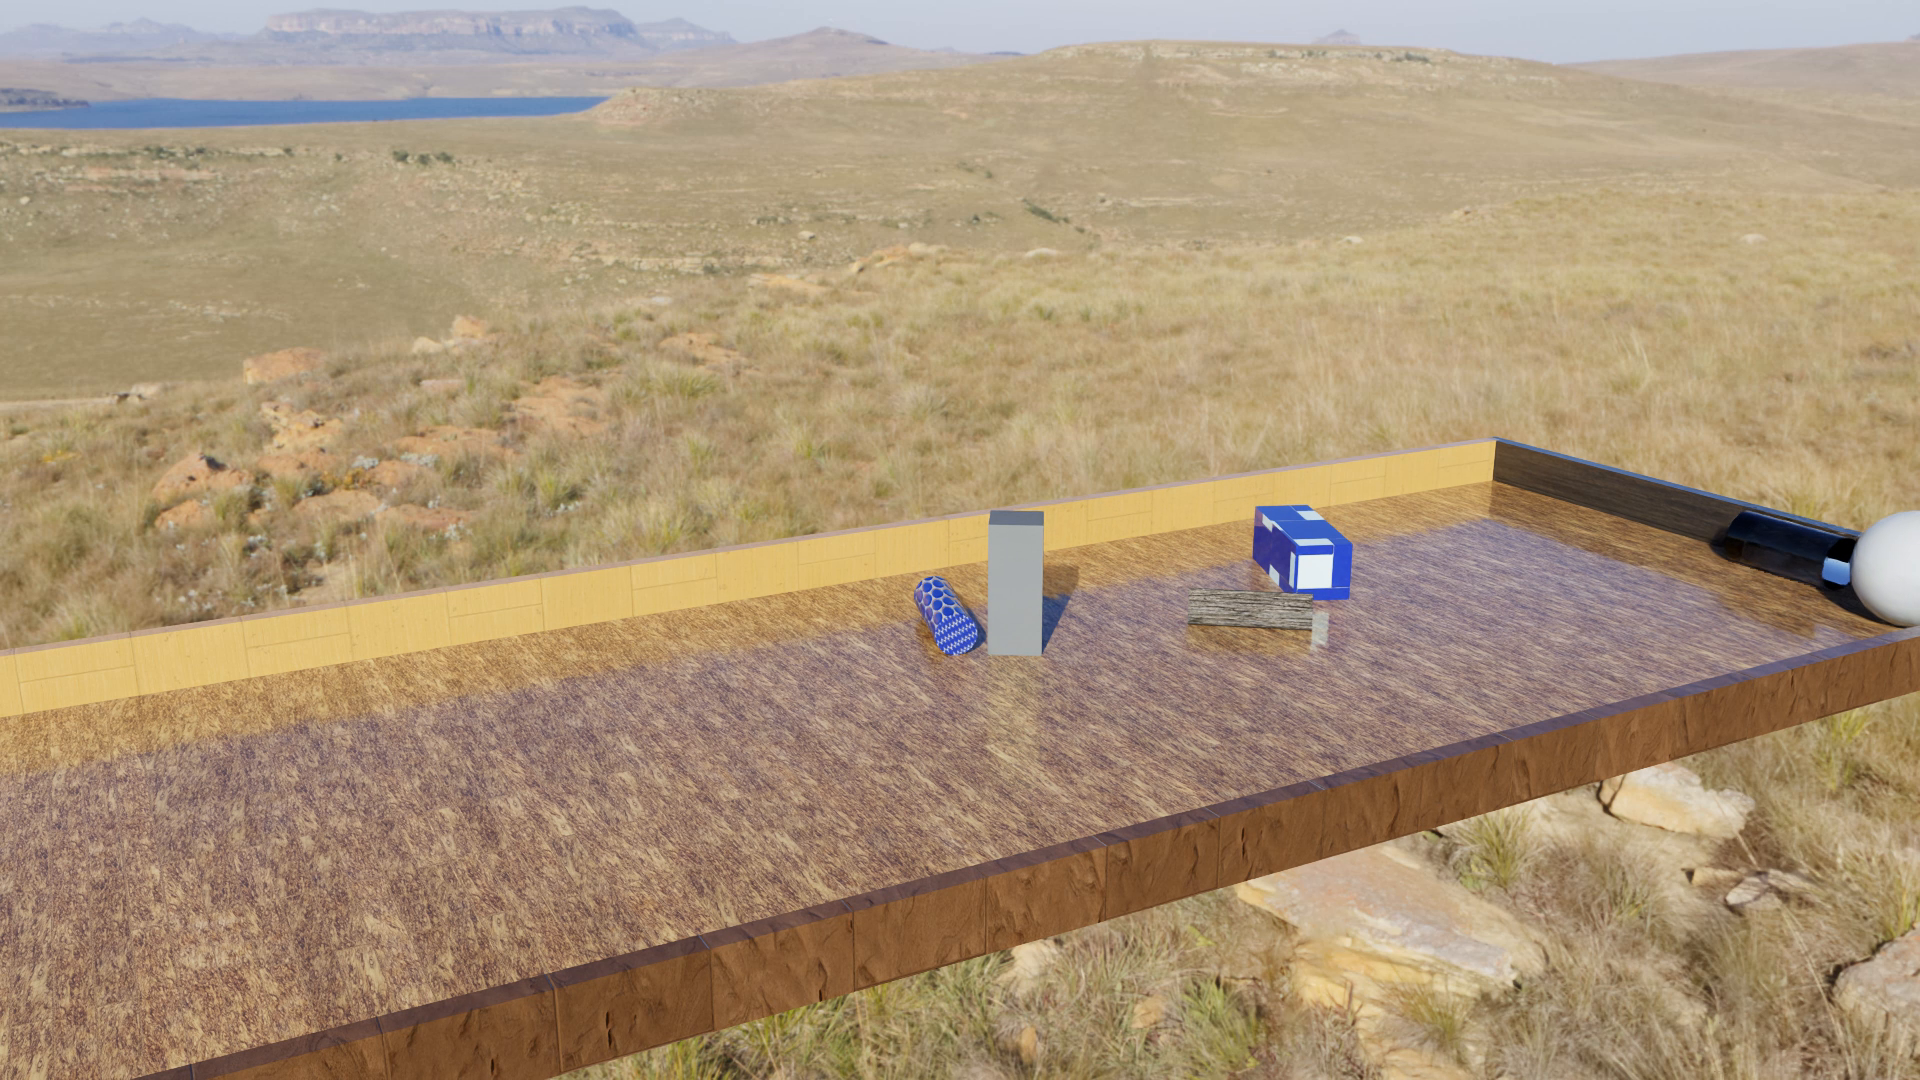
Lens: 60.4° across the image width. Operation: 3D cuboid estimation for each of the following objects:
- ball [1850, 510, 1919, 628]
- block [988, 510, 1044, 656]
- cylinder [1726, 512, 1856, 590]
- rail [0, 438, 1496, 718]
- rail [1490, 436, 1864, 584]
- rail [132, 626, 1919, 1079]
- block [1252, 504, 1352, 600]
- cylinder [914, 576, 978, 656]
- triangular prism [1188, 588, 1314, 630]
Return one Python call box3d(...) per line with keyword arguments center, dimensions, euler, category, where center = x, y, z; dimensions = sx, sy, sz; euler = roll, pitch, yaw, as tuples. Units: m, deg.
box3d(center=(2.616, 0.080, 4.513), dimensions=(0.321, 0.321, 0.321), euler=(0, 16, 0), category="ball")
box3d(center=(0.147, 0.112, 4.343), dimensions=(0.141, 0.355, 0.141), euler=(1, 16, 3), category="block")
box3d(center=(2.503, 0.030, 4.970), dimensions=(0.161, 0.161, 0.329), euler=(-8, 18, -27), category="cylinder")
box3d(center=(-3.305, 0.497, 3.399), dimensions=(12.000, 0.150, 0.050), euler=(-9, 18, -27), category="rail")
box3d(center=(2.466, -0.048, 5.253), dimensions=(0.050, 0.150, 2.100), euler=(-9, 18, -27), category="rail")
box3d(center=(-2.336, 1.006, 1.665), dimensions=(12.000, 0.150, 0.050), euler=(-9, 18, -27), category="rail")
box3d(center=(1.021, 0.033, 4.945), dimensions=(0.167, 0.167, 0.432), euler=(-2, 16, -5), category="block")
box3d(center=(-0.042, 0.202, 4.469), dimensions=(0.113, 0.113, 0.333), euler=(-3, 17, -11), category="cylinder")
box3d(center=(0.804, 0.183, 4.567), dimensions=(0.337, 0.089, 0.102), euler=(3, 17, 9), category="triangular prism")
